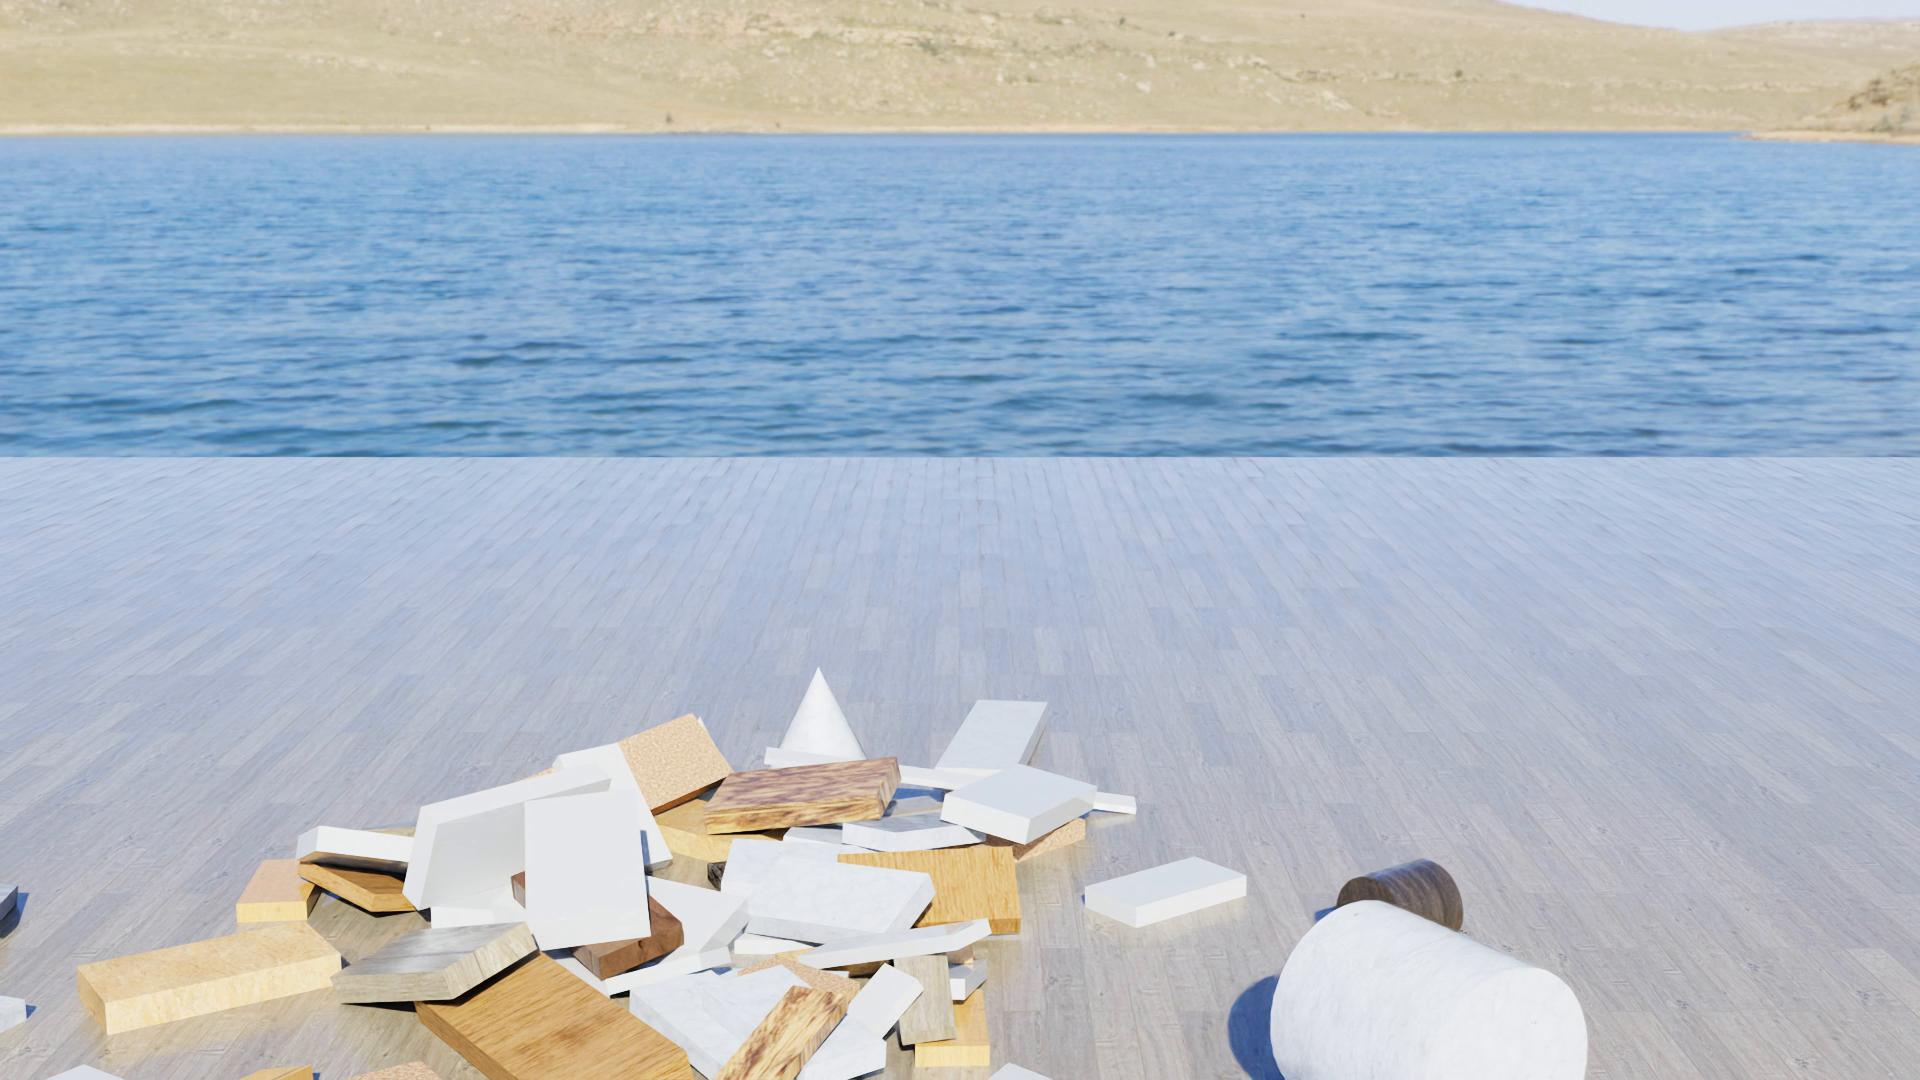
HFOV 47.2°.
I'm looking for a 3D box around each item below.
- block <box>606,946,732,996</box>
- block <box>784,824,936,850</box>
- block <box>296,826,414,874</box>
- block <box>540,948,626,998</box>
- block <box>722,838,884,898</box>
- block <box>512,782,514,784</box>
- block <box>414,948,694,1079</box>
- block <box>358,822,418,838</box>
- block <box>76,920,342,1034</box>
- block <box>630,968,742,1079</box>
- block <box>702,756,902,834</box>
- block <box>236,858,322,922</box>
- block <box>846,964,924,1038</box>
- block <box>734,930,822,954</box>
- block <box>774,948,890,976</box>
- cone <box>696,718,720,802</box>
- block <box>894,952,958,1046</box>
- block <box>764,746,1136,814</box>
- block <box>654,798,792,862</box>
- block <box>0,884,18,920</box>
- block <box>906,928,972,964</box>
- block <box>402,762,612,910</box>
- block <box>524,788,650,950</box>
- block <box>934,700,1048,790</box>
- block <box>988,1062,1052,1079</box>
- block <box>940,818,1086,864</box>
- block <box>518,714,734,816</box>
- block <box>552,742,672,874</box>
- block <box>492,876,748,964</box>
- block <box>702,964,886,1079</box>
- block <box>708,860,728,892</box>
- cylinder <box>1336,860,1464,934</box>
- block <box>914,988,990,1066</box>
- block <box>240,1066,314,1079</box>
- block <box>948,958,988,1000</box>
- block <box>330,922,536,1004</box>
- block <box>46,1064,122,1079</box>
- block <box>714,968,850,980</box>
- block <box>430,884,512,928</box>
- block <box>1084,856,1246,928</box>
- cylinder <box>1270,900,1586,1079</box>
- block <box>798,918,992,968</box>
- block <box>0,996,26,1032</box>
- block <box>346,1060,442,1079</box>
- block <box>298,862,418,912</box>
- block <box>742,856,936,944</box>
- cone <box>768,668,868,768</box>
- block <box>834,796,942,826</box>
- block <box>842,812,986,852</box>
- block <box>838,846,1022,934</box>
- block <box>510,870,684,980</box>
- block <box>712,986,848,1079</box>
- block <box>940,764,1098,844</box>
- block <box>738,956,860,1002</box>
[{"bbox_3d":[-0.425,0.627,3.201,0.164,0.023,0.082,-19,-10,23],"label":"block"},{"bbox_3d":[-0.171,0.531,3.781,0.247,0.035,0.124,9,7,7],"label":"block"},{"bbox_3d":[-0.932,0.516,3.617,0.282,0.040,0.141,12,-19,-27],"label":"block"},{"bbox_3d":[-0.634,0.644,3.277,0.257,0.036,0.129,8,13,37],"label":"block"},{"bbox_3d":[-0.207,0.558,3.608,0.351,0.050,0.175,3,16,0],"label":"block"},{"bbox_3d":[-0.800,0.483,4.027,0.158,0.045,0.316,-3,5,27],"label":"block"},{"bbox_3d":[-0.561,0.671,2.978,0.175,0.050,0.501,-24,22,-31],"label":"block"},{"bbox_3d":[-0.916,0.507,3.788,0.282,0.040,0.141,-8,-4,32],"label":"block"},{"bbox_3d":[-1.108,0.643,3.251,0.337,0.048,0.168,-7,13,-34],"label":"block"},{"bbox_3d":[-0.335,0.674,3.035,0.129,0.036,0.258,-8,20,-37],"label":"block"},{"bbox_3d":[-0.275,0.448,3.859,0.316,0.045,0.158,-7,17,15],"label":"block"},{"bbox_3d":[-1.120,0.579,3.646,0.109,0.031,0.219,-1,11,-6],"label":"block"},{"bbox_3d":[-0.125,0.656,3.026,0.150,0.021,0.075,-46,33,-23],"label":"block"},{"bbox_3d":[-0.268,0.622,3.436,0.157,0.022,0.079,0,11,2],"label":"block"},{"bbox_3d":[-0.194,0.640,3.337,0.157,0.022,0.079,-4,11,-21],"label":"block"},{"bbox_3d":[-0.494,0.413,4.193,0.157,0.157,0.157,0,11,0],"label":"cone"},{"bbox_3d":[-0.049,0.636,3.055,0.075,0.021,0.150,-8,31,-1],"label":"block"},{"bbox_3d":[-0.017,0.448,4.097,0.696,0.013,0.047,8,19,-3],"label":"block"},{"bbox_3d":[-0.467,0.517,3.942,0.304,0.043,0.152,8,13,36],"label":"block"},{"bbox_3d":[-1.579,0.581,3.503,0.109,0.031,0.219,6,0,-14],"label":"block"},{"bbox_3d":[-0.040,0.615,3.337,0.100,0.028,0.201,-1,-2,-5],"label":"block"},{"bbox_3d":[-0.728,0.475,3.550,0.337,0.168,0.048,-11,38,-46],"label":"block"},{"bbox_3d":[-0.573,0.499,3.363,0.175,0.050,0.351,-6,24,-9],"label":"block"},{"bbox_3d":[0.071,0.412,4.464,0.152,0.043,0.575,2,9,8],"label":"block"},{"bbox_3d":[0.068,0.719,2.805,0.090,0.025,0.179,17,10,20],"label":"block"},{"bbox_3d":[0.095,0.528,3.905,0.124,0.035,0.248,10,14,42],"label":"block"},{"bbox_3d":[-0.628,0.444,3.877,0.040,0.141,0.562,-46,-15,33],"label":"block"},{"bbox_3d":[-0.600,0.469,3.795,0.119,0.238,0.034,-9,-31,-40],"label":"block"},{"bbox_3d":[-0.525,0.575,3.399,0.365,0.043,0.151,8,26,22],"label":"block"},{"bbox_3d":[-0.227,0.659,2.980,0.129,0.036,0.257,-9,20,-36],"label":"block"},{"bbox_3d":[-0.317,0.565,3.728,0.201,0.028,0.100,-4,11,-21],"label":"block"},{"bbox_3d":[0.677,0.573,3.390,0.136,0.136,0.136,-8,13,-37],"label":"cylinder"},{"bbox_3d":[-0.014,0.683,3.088,0.101,0.029,0.202,0,11,-2],"label":"block"},{"bbox_3d":[-0.912,0.713,2.849,0.075,0.021,0.150,-8,-1,14],"label":"block"},{"bbox_3d":[-0.026,0.637,3.200,0.101,0.029,0.202,-1,-3,10],"label":"block"},{"bbox_3d":[-0.758,0.607,3.154,0.301,0.043,0.151,-13,10,44],"label":"block"},{"bbox_3d":[-1.105,0.714,2.811,0.163,0.023,0.081,7,13,33],"label":"block"},{"bbox_3d":[-0.268,0.660,3.215,0.201,0.028,0.100,1,11,4],"label":"block"},{"bbox_3d":[-0.656,0.591,3.532,0.337,0.048,0.168,1,11,8],"label":"block"},{"bbox_3d":[0.341,0.579,3.630,0.248,0.035,0.124,-8,13,-37],"label":"block"},{"bbox_3d":[0.582,0.623,2.746,0.274,0.274,0.274,-6,12,-31],"label":"cylinder"},{"bbox_3d":[-0.098,0.590,3.199,0.315,0.022,0.079,-16,-1,40],"label":"block"},{"bbox_3d":[-1.424,0.687,3.062,0.109,0.031,0.219,4,11,19],"label":"block"},{"bbox_3d":[-0.826,0.733,2.838,0.306,0.023,0.081,-7,13,-35],"label":"block"},{"bbox_3d":[-0.984,0.565,3.612,0.203,0.029,0.102,15,2,38],"label":"block"},{"bbox_3d":[-0.193,0.561,3.396,0.281,0.040,0.140,1,32,33],"label":"block"},{"bbox_3d":[-0.279,0.354,4.357,0.212,0.212,0.212,0,11,0],"label":"cone"},{"bbox_3d":[-0.143,0.511,4.000,0.238,0.034,0.119,-5,12,-24],"label":"block"},{"bbox_3d":[-0.076,0.500,3.758,0.119,0.034,0.238,4,1,40],"label":"block"},{"bbox_3d":[-0.051,0.561,3.495,0.281,0.040,0.140,-2,45,-6],"label":"block"},{"bbox_3d":[-0.552,0.561,3.332,0.140,0.040,0.281,-19,29,-33],"label":"block"},{"bbox_3d":[-0.272,0.696,2.790,0.082,0.023,0.425,5,24,23],"label":"block"},{"bbox_3d":[0.109,0.465,3.903,0.158,0.045,0.356,14,8,21],"label":"block"},{"bbox_3d":[-0.233,0.641,3.173,0.164,0.023,0.082,8,13,38],"label":"block"}]
